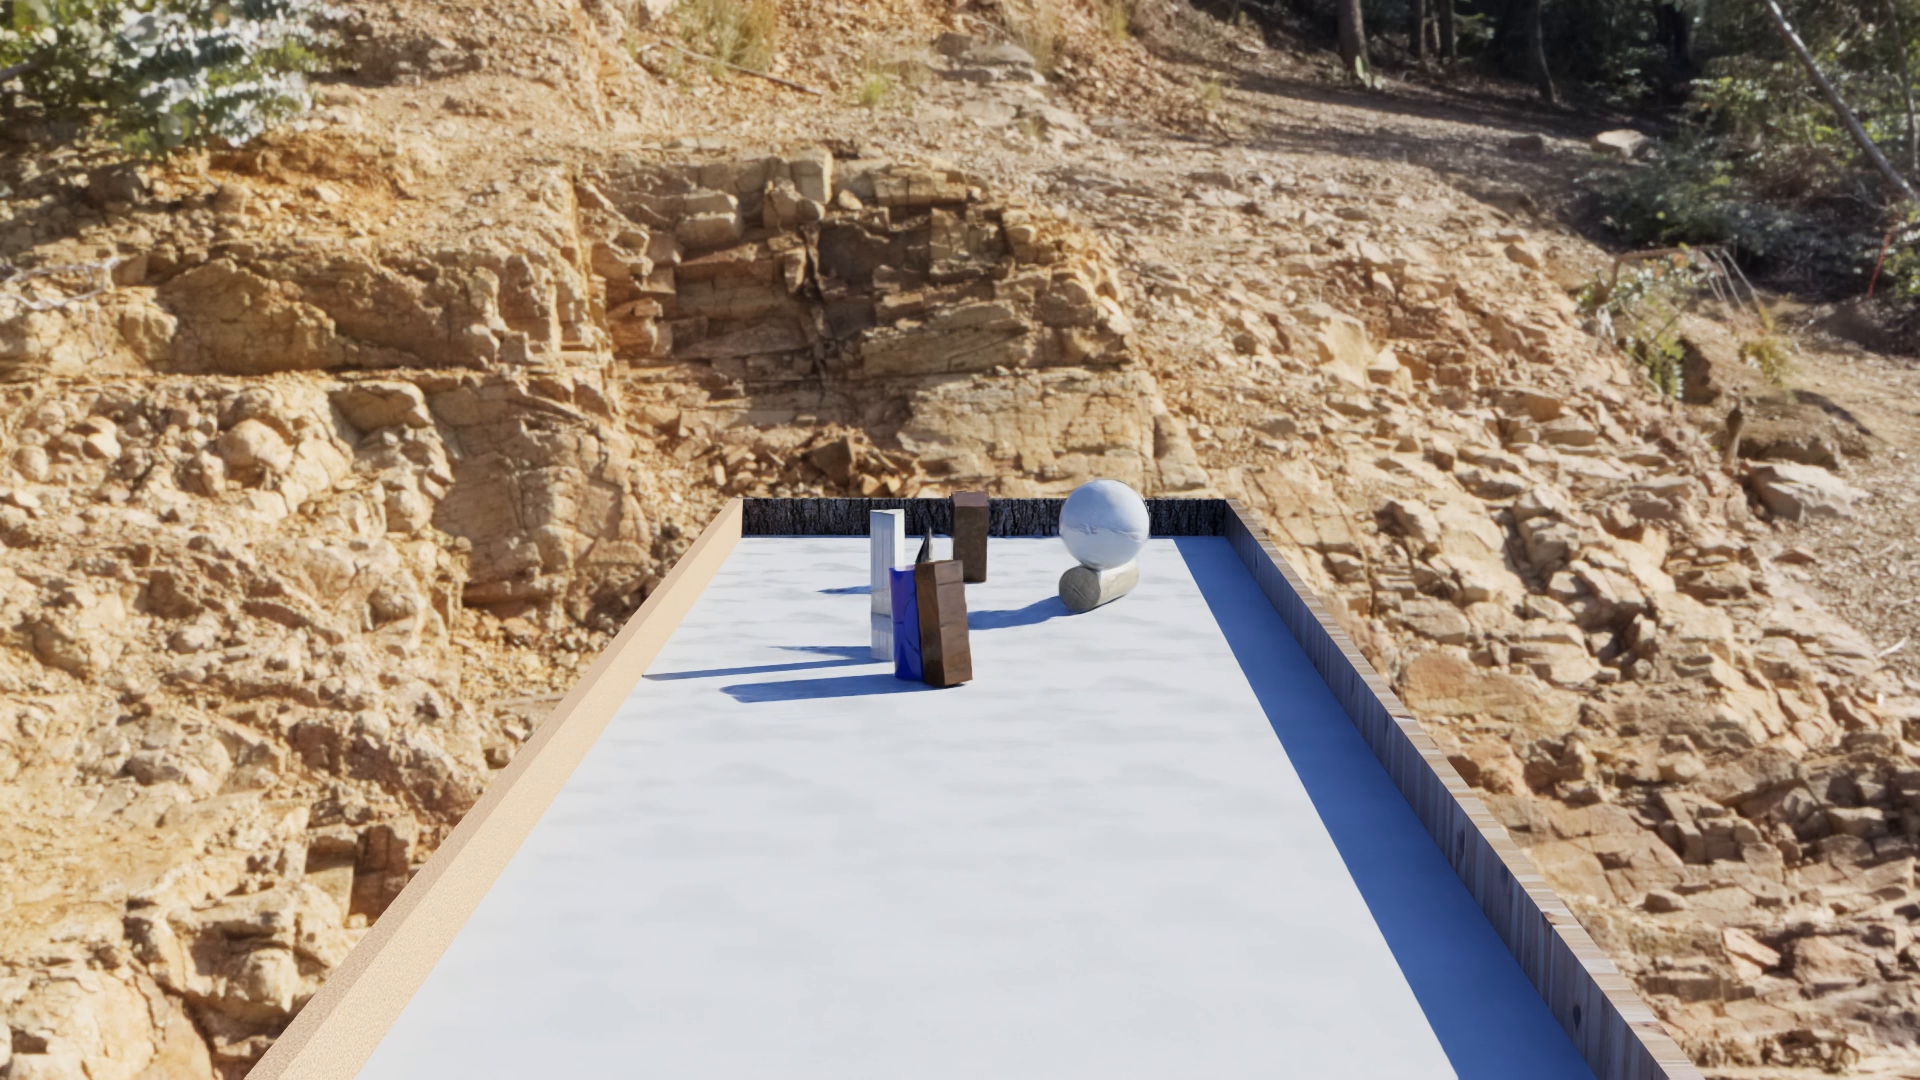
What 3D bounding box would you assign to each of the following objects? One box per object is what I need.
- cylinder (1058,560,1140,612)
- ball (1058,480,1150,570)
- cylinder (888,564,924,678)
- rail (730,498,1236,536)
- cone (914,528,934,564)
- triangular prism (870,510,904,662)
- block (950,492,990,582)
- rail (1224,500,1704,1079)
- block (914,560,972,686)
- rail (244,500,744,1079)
[{"bbox_3d":[0.485,0.142,7.622,0.155,0.155,0.364,4,10,26],"label":"cylinder"},{"bbox_3d":[0.488,-0.052,7.438,0.307,0.307,0.307,0,9,0],"label":"ball"},{"bbox_3d":[-0.133,0.239,6.455,0.137,0.318,0.137,-3,6,0],"label":"cylinder"},{"bbox_3d":[0.099,-0.098,9.147,2.100,0.150,0.050,0,9,1],"label":"rail"},{"bbox_3d":[-0.119,0.120,6.941,0.160,0.408,0.160,6,-32,4],"label":"cone"},{"bbox_3d":[-0.204,0.136,6.700,0.090,0.455,0.104,-9,13,-44],"label":"triangular prism"},{"bbox_3d":[0.033,-0.007,8.016,0.122,0.303,0.122,-1,24,-6],"label":"block"},{"bbox_3d":[1.046,0.843,3.208,0.050,0.150,12.000,0,9,1],"label":"rail"},{"bbox_3d":[-0.048,0.238,6.360,0.100,0.349,0.100,-8,4,-37],"label":"block"},{"bbox_3d":[-1.004,0.839,3.234,0.050,0.150,12.000,0,9,1],"label":"rail"}]
